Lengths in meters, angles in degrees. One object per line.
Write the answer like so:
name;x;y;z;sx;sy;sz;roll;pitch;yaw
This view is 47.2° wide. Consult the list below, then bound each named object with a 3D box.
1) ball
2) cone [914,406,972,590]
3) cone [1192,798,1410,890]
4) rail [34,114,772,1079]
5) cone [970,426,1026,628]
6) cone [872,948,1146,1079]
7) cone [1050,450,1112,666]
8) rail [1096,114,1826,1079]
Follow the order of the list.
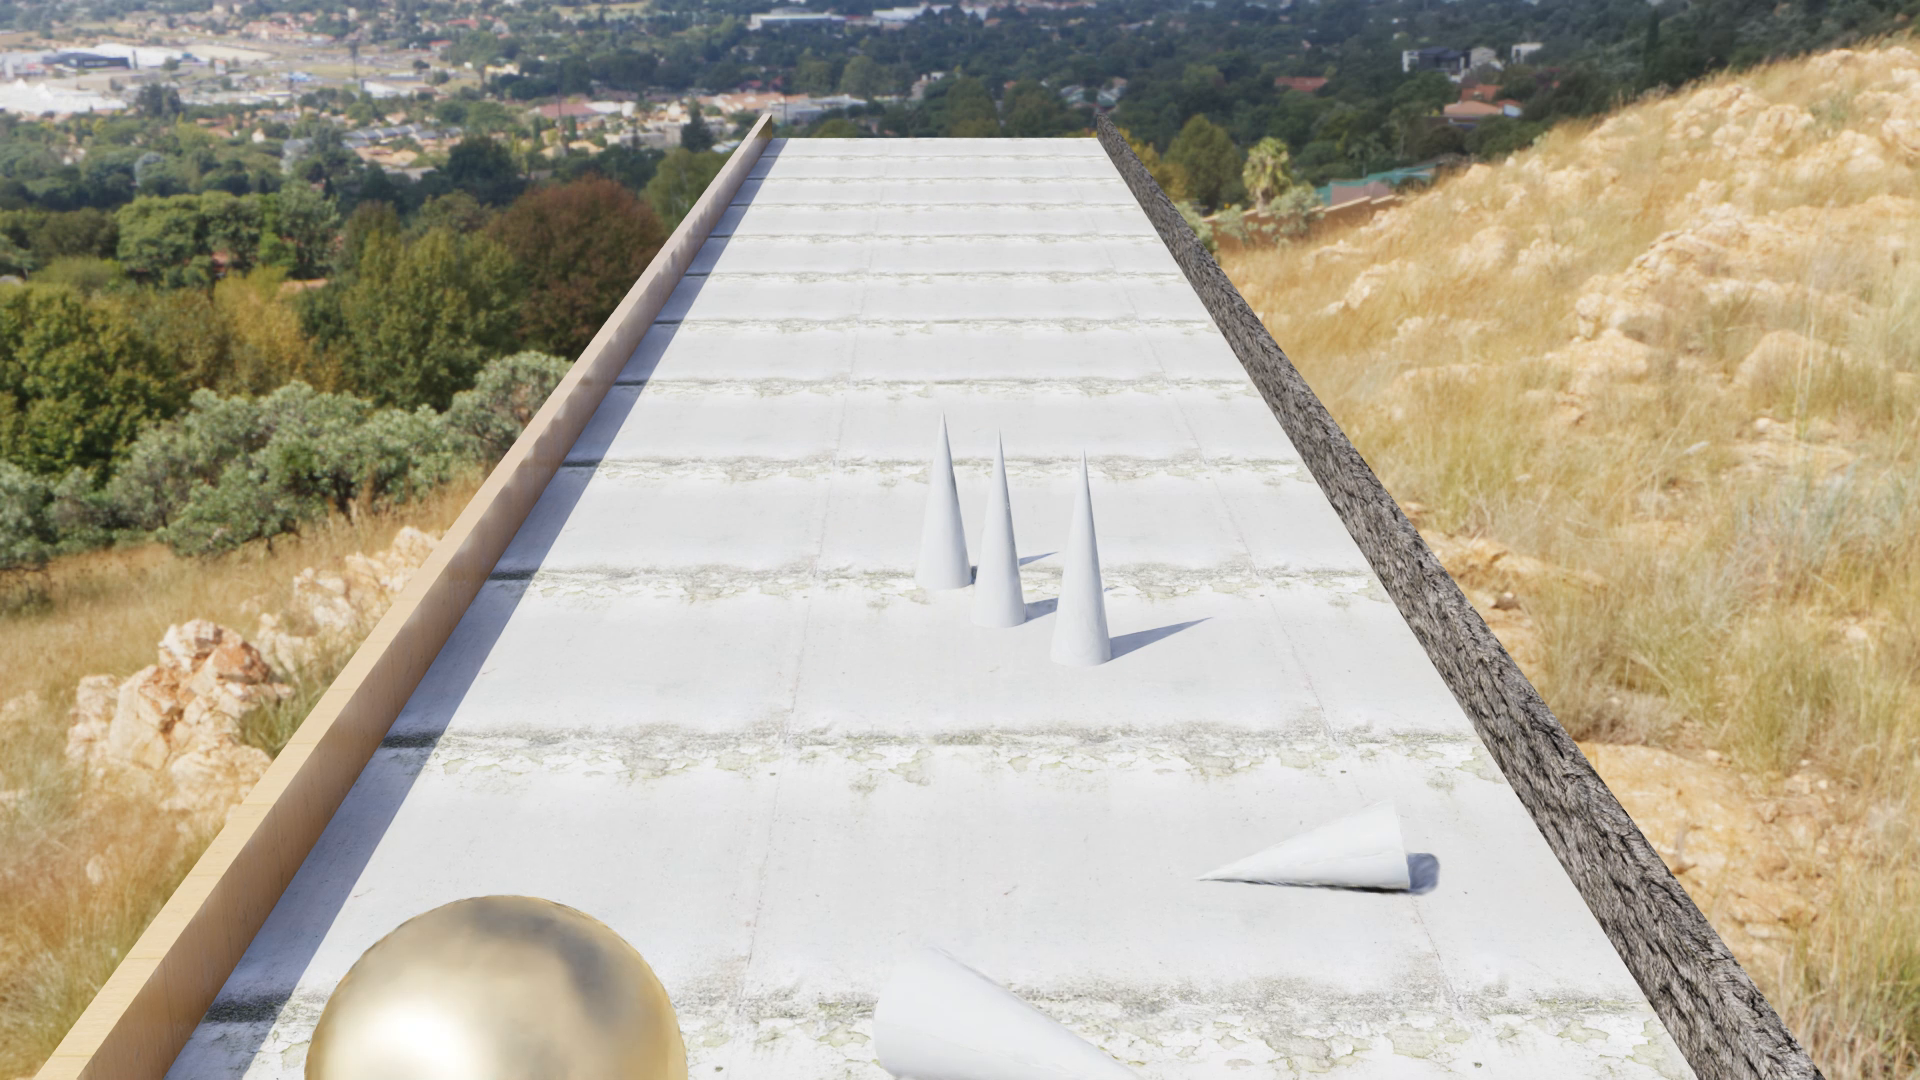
ball;-0.453;0.535;2.160;0.370;0.370;0.370;0;17;0
cone;-0.037;-0.101;4.861;0.132;0.403;0.132;0;17;0
cone;0.521;0.500;3.421;0.329;0.143;0.143;-11;16;7
rail;-1.118;-0.838;7.780;0.050;0.150;12.000;0;17;-1
cone;0.081;-0.035;4.602;0.120;0.423;0.120;0;17;0
cone;0.109;0.625;2.645;0.441;0.172;0.172;8;17;44
cone;0.243;0.024;4.376;0.126;0.439;0.126;0;17;0
rail;0.932;-0.844;7.801;0.050;0.150;12.000;0;17;-1
